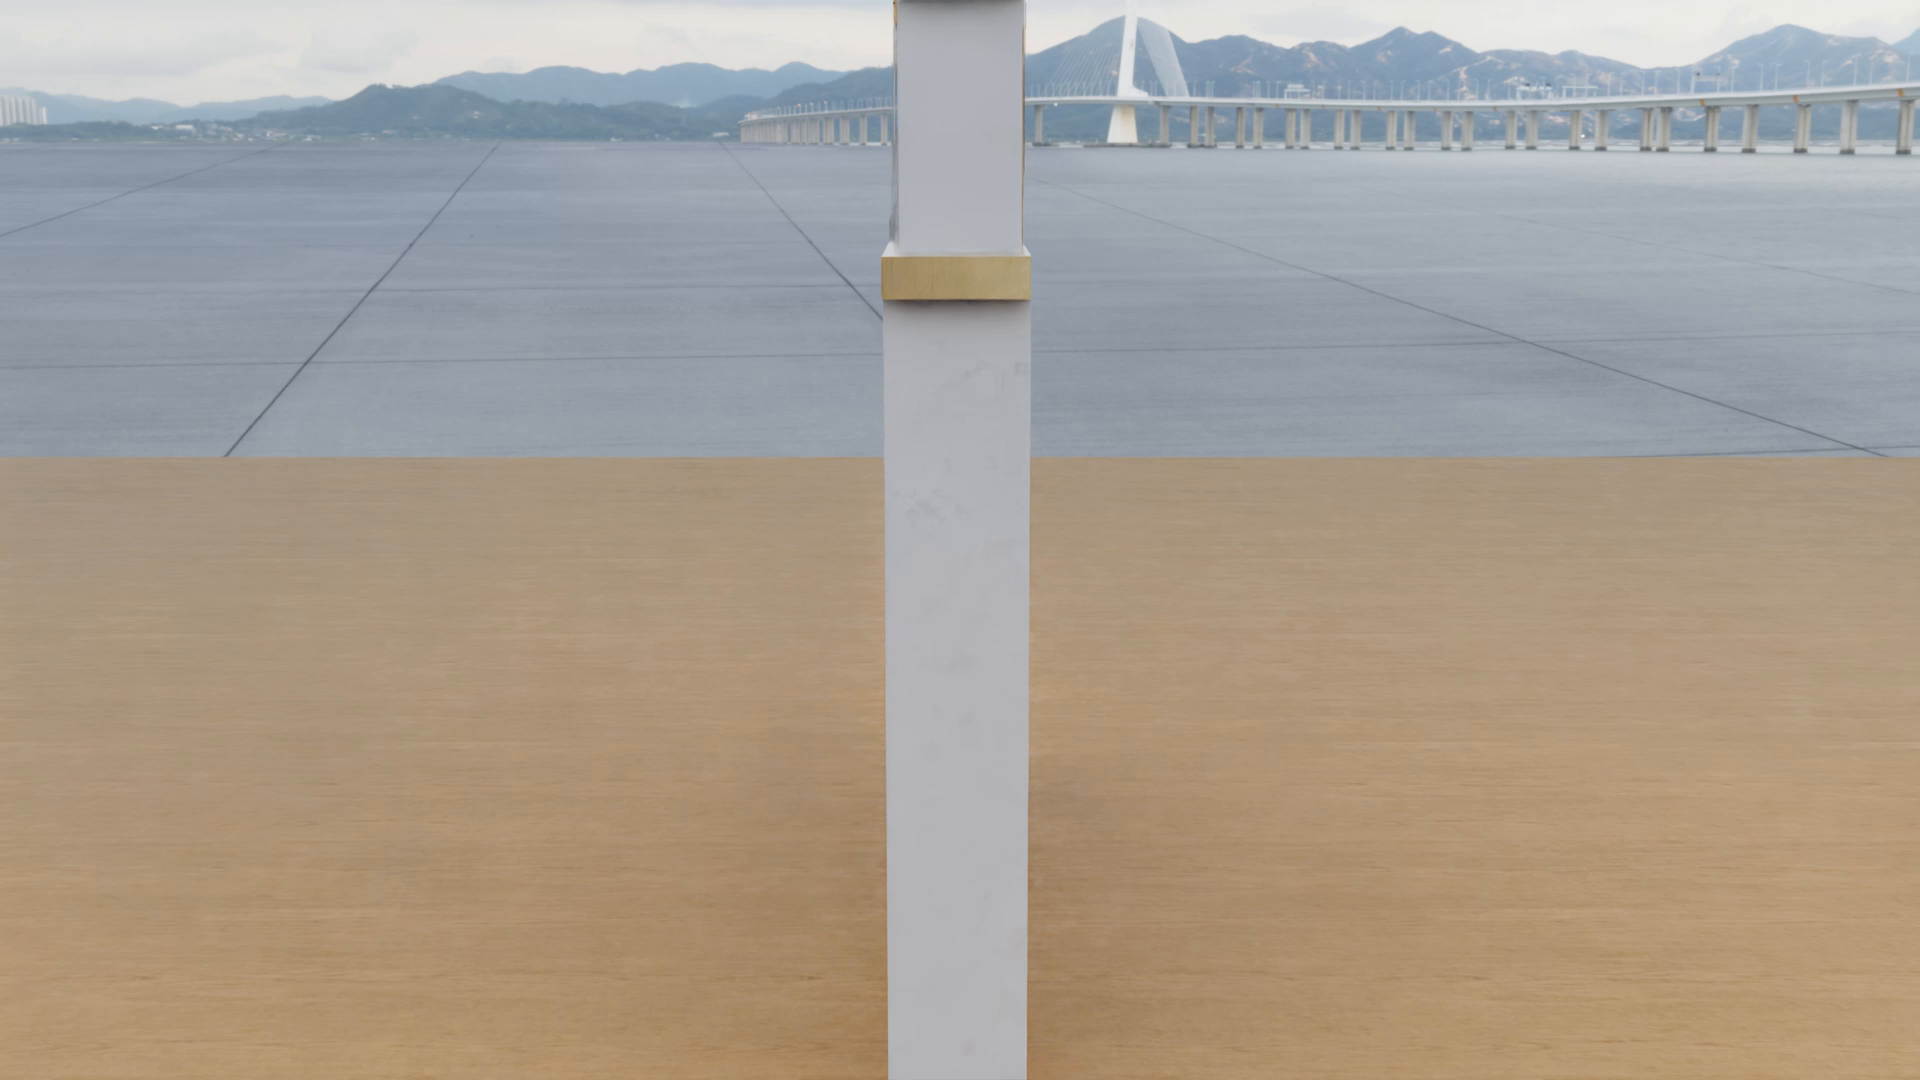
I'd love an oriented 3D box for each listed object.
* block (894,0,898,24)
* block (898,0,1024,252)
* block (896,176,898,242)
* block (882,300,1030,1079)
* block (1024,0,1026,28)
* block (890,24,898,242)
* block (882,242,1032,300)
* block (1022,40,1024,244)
[{"bbox_3d":[-0.006,-0.823,3.442,0.179,0.051,0.357,0,9,1],"label":"block"},{"bbox_3d":[0.000,-0.508,2.701,0.152,0.304,0.043,0,11,0],"label":"block"},{"bbox_3d":[-0.005,-0.573,3.245,0.171,0.342,0.048,2,13,1],"label":"block"},{"bbox_3d":[-0.004,0.219,2.783,0.179,1.053,0.051,0,10,0],"label":"block"},{"bbox_3d":[0.000,-0.742,3.089,0.171,0.048,0.342,0,12,-1],"label":"block"},{"bbox_3d":[-0.014,-0.601,3.364,0.179,0.357,0.051,2,10,1],"label":"block"},{"bbox_3d":[-0.005,-0.345,2.800,0.179,0.051,0.358,0,11,0],"label":"block"},{"bbox_3d":[0.001,-0.496,3.022,0.171,0.402,0.048,-1,11,-3],"label":"block"}]
